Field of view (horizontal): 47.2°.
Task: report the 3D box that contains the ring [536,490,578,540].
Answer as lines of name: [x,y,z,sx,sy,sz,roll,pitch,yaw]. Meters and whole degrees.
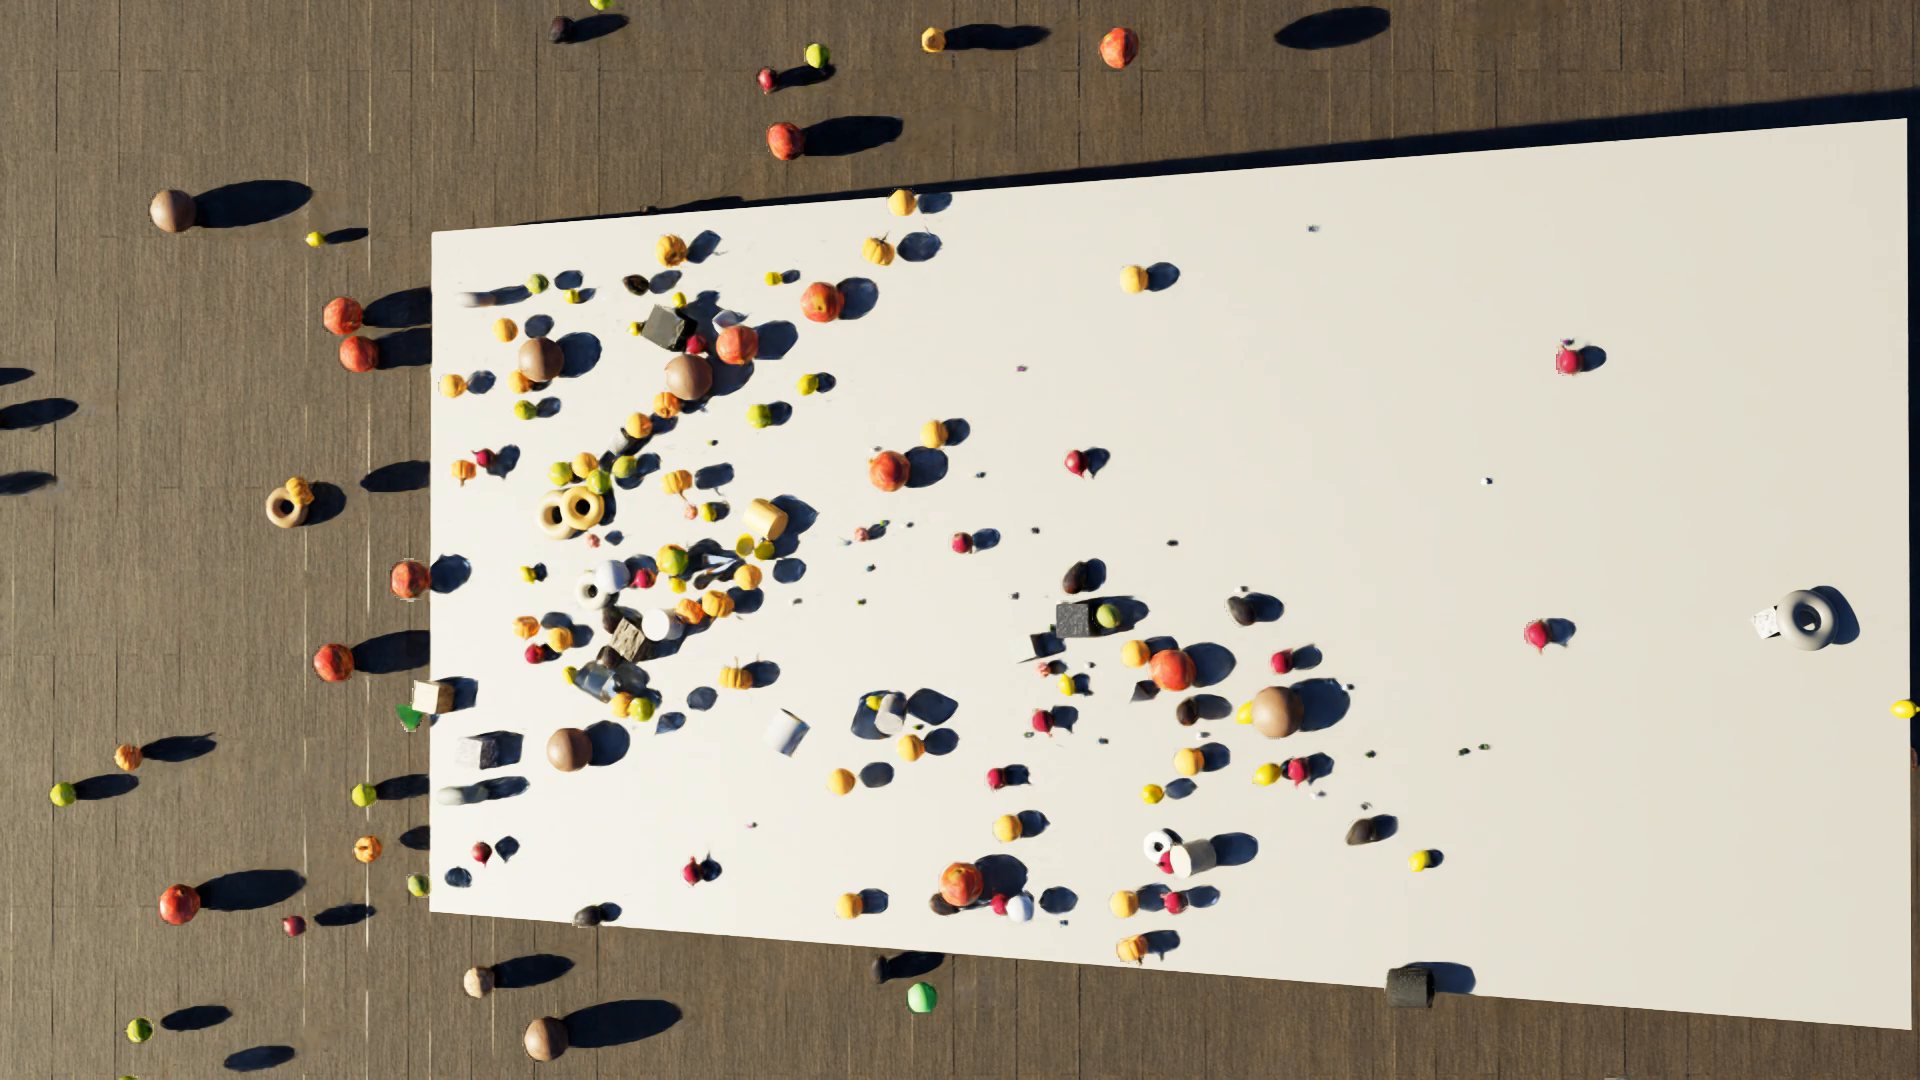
ring: [-1.144,-0.072,6.267,0.148,0.049,0.148,0,91,24]

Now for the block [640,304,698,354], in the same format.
block: [-0.804,-0.585,6.092,0.096,0.096,0.096,31,102,22]

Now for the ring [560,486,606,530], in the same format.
ring: [-1.066,-0.093,6.212,0.126,0.042,0.126,1,87,-10]

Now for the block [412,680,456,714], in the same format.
block: [-1.535,0.460,6.421,0.080,0.080,0.080,9,93,24]

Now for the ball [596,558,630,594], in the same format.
ball: [-0.973,0.101,6.159,0.096,0.096,0.096,0,89,0]

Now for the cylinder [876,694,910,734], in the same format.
cylinder: [-0.178,0.456,5.768,0.075,0.075,0.075,7,128,9]

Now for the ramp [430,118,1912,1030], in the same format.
ramp: [0.283,0.083,5.699,4.000,0.100,2.000,0,89,24]

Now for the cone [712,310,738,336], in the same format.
cone: [-0.662,-0.599,6.040,0.074,0.074,0.074,0,89,24]

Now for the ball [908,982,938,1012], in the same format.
ball: [-0.102,1.250,6.008,0.082,0.082,0.082,0,89,0]

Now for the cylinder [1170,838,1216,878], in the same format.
cylinder: [0.575,0.784,5.424,0.081,0.081,0.081,-10,89,-31]

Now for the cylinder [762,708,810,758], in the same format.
cylinder: [-0.458,0.507,5.786,0.094,0.094,0.094,32,90,0]

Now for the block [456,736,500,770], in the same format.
block: [-1.395,0.614,6.354,0.082,0.082,0.082,8,93,24]

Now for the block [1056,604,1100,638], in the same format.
block: [0.300,0.205,5.587,0.086,0.086,0.086,-2,89,24]

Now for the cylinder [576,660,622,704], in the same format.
cylinder: [-1.016,0.400,6.179,0.091,0.091,0.091,26,89,22]

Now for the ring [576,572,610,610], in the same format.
ring: [-1.038,0.145,6.221,0.113,0.038,0.113,-1,87,20]

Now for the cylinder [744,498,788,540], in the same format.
cylinder: [-0.527,-0.057,5.964,0.087,0.087,0.087,31,89,23]

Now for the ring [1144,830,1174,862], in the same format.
ring: [0.499,0.769,5.523,0.081,0.027,0.081,1,92,23]

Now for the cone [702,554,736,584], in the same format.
cone: [-0.656,0.066,6.048,0.089,0.089,0.089,-16,89,-3]

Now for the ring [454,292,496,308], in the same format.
ring: [-1.400,-0.694,6.346,0.120,0.120,0.040,0,92,0]

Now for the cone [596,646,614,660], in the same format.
cone: [-0.998,0.330,6.209,0.050,0.050,0.050,27,89,-7]

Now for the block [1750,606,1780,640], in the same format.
block: [1.809,0.185,4.920,0.055,0.055,0.055,-31,77,21]

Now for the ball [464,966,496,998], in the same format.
ball: [-1.423,1.308,6.512,0.090,0.090,0.090,0,89,0]

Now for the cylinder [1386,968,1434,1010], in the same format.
cylinder: [1.070,1.064,5.224,0.093,0.093,0.093,-2,89,24]

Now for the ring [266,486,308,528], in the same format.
ring: [-2.003,-0.098,6.552,0.127,0.042,0.127,0,90,1]

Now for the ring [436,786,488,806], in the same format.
ring: [-1.434,0.735,6.336,0.149,0.149,0.050,-2,88,0]

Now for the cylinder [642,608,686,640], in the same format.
cylinder: [-0.820,0.234,6.095,0.087,0.087,0.087,0,89,24]

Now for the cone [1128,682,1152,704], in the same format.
cone: [0.460,0.394,5.545,0.059,0.059,0.059,21,89,-7]

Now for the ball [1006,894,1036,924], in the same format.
ball: [0.156,0.942,5.614,0.073,0.073,0.073,0,89,0]

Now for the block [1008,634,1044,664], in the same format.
block: [0.171,0.279,5.659,0.060,0.060,0.060,-20,81,23]

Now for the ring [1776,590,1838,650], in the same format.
ring: [1.876,0.177,4.869,0.141,0.047,0.141,2,72,-6]

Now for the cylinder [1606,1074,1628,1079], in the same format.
cylinder: [1.675,1.397,5.616,0.052,0.052,0.052,6,89,26]

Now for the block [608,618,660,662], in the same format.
block: [-0.905,0.277,6.132,0.089,0.089,0.089,35,103,21]
